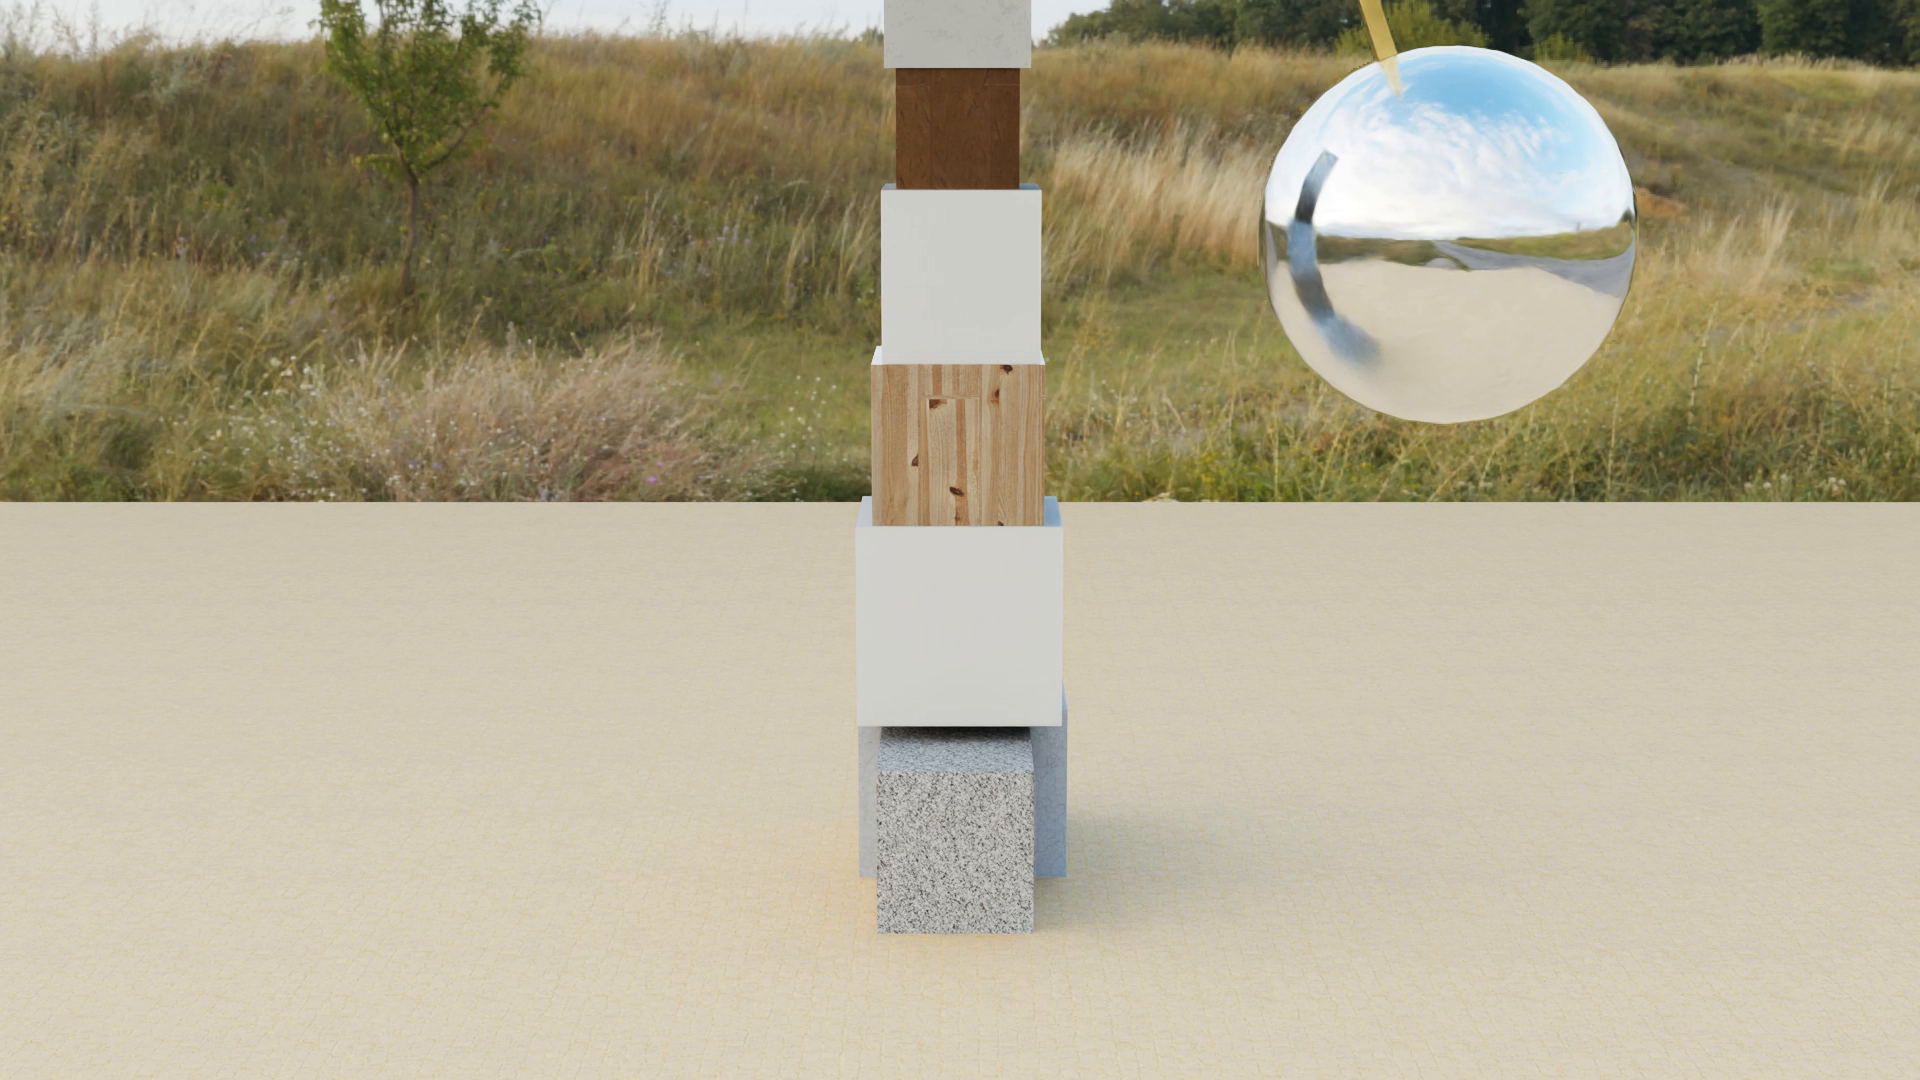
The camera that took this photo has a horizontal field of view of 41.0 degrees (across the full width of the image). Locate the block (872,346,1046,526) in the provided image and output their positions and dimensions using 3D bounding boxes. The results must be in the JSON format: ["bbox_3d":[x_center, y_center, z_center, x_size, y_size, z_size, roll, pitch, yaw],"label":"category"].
[{"bbox_3d":[-0.008,-0.460,11.097,0.724,0.682,0.736,0,10,0],"label":"block"}]

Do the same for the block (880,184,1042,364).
[{"bbox_3d":[0.005,-1.149,10.971,0.662,0.717,0.663,0,10,0],"label":"block"}]

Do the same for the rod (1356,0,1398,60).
[{"bbox_3d":[0.899,-4.435,10.374,0.080,5.200,0.080,-20,10,4],"label":"rod"}]

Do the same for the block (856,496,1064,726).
[{"bbox_3d":[-0.003,0.298,11.234,0.872,0.859,0.806,0,10,0],"label":"block"}]

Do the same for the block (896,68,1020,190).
[{"bbox_3d":[-0.009,-1.746,10.863,0.512,0.496,0.503,0,10,0],"label":"block"}]

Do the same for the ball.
[{"bbox_3d":[2.074,-1.296,10.945,1.600,1.600,1.600,0,10,0],"label":"ball"}]

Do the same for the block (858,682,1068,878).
[{"bbox_3d":[0.012,1.031,11.751,0.916,0.768,0.947,0,10,0],"label":"block"}]

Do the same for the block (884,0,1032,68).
[{"bbox_3d":[-0.010,-2.264,10.769,0.605,0.557,0.537,0,10,0],"label":"block"}]

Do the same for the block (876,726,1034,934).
[{"bbox_3d":[-0.020,1.221,10.916,0.645,0.692,0.744,0,10,0],"label":"block"}]
